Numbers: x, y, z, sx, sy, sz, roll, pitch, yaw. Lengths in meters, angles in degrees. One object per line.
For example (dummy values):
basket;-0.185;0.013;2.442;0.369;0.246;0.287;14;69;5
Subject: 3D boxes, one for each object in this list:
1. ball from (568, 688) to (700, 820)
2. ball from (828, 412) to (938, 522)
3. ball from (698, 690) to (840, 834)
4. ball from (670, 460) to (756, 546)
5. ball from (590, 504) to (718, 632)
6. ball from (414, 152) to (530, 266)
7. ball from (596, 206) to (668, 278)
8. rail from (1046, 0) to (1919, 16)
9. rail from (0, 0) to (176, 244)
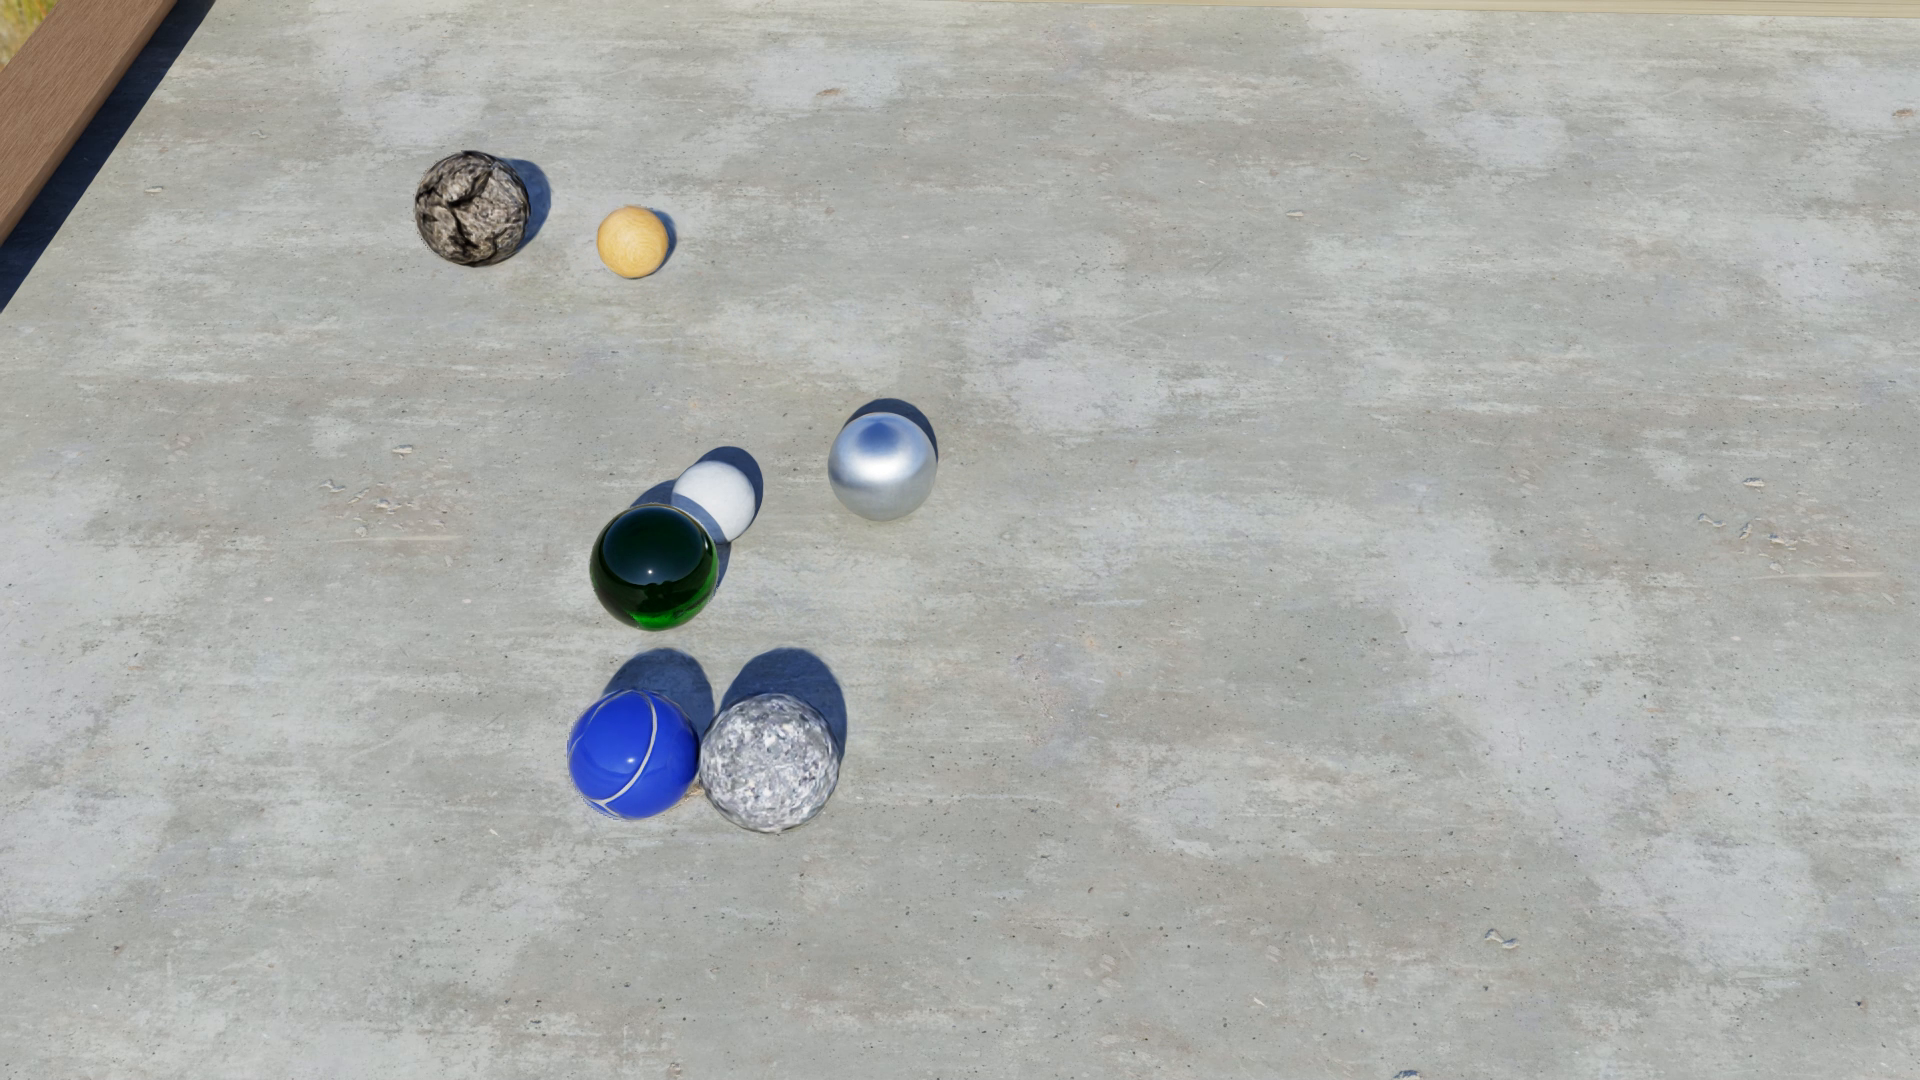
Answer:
ball;-0.199;0.131;1.570;0.080;0.080;0.080;0;35;0
ball;-0.056;-0.052;1.829;0.078;0.078;0.078;0;35;0
ball;-0.116;0.135;1.559;0.086;0.086;0.086;0;35;0
ball;-0.174;-0.026;1.808;0.060;0.060;0.060;0;35;0
ball;-0.205;0.018;1.722;0.086;0.086;0.086;0;35;0
ball;-0.404;-0.274;2.128;0.095;0.095;0.095;0;35;0
ball;-0.271;-0.246;2.118;0.060;0.060;0.060;0;35;0
rail;0.878;-0.560;2.505;3.342;0.123;0.045;1;35;2
rail;-0.811;-0.039;1.770;0.045;0.123;1.997;1;35;2
